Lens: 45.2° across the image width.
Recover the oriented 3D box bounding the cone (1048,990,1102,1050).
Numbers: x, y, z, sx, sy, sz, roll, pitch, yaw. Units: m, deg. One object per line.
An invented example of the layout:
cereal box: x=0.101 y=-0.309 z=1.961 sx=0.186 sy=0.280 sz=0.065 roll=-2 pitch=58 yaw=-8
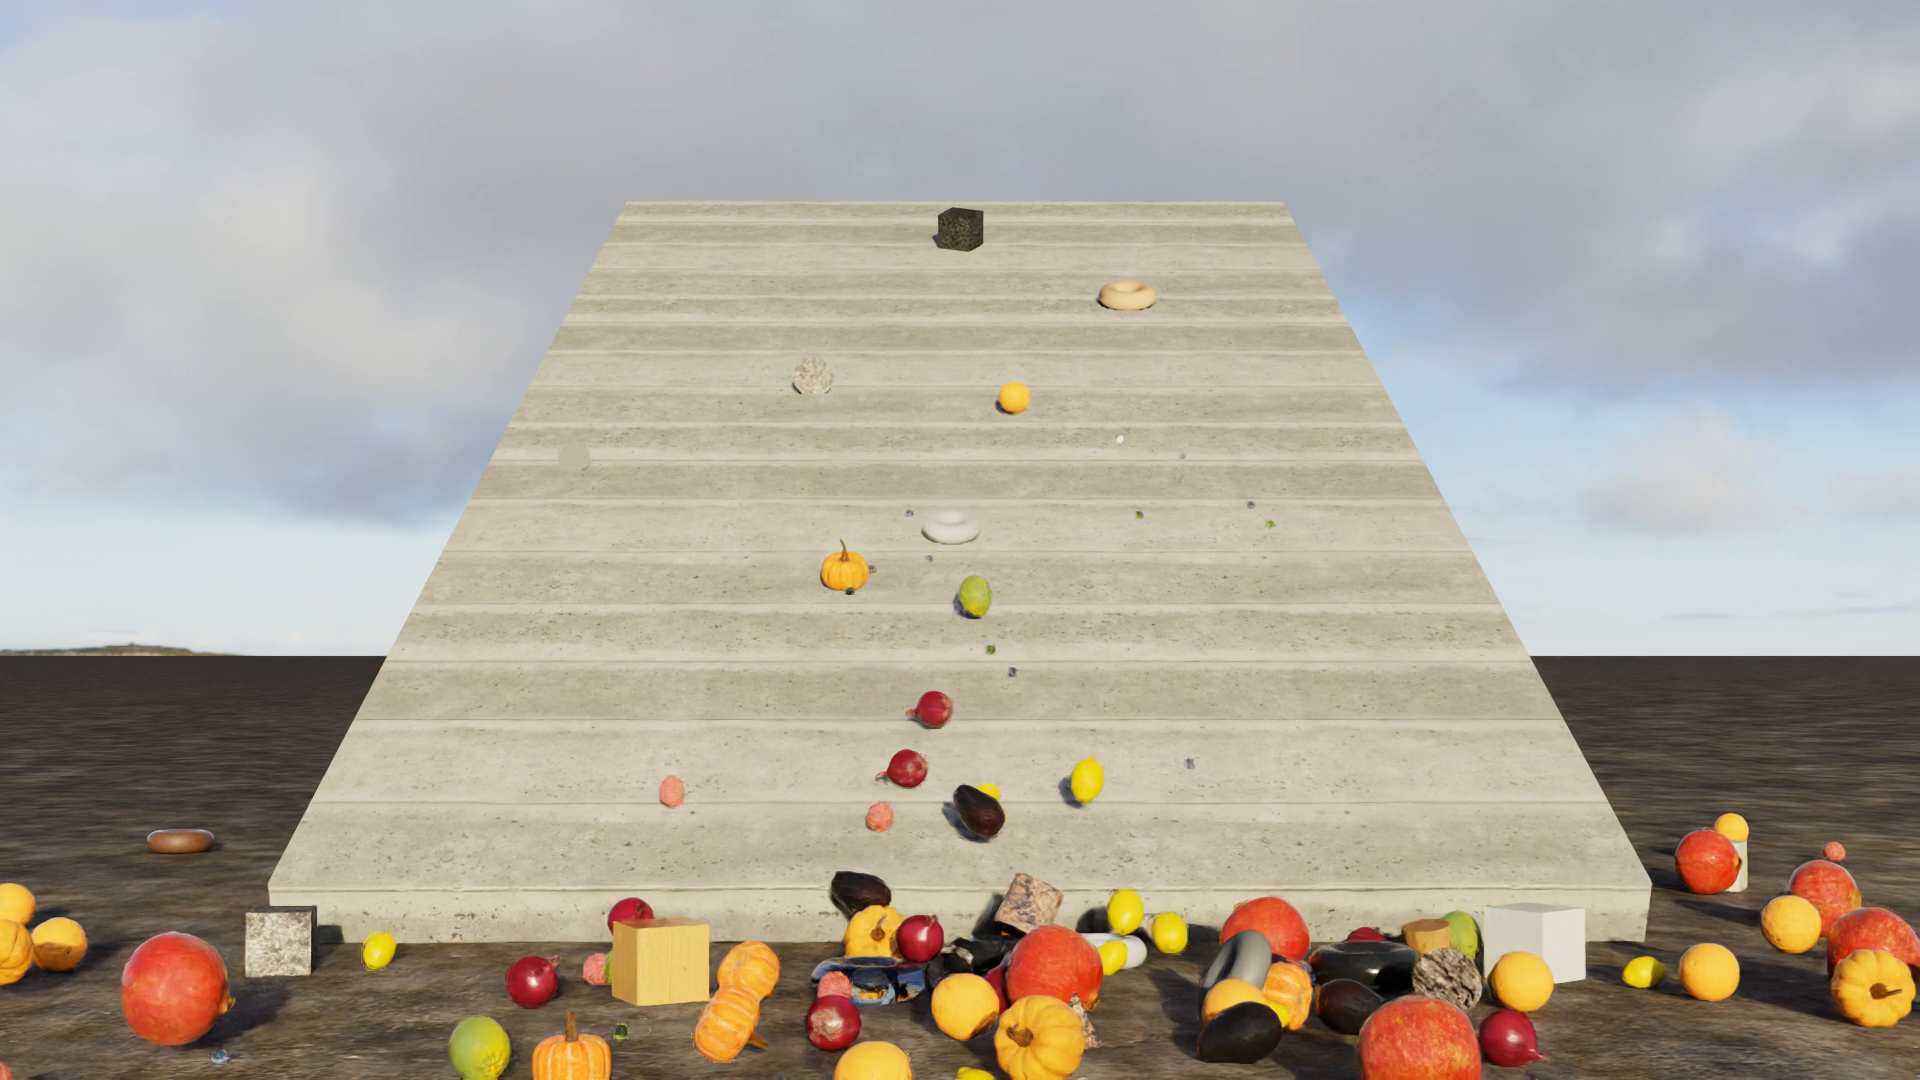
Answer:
cone: x=0.125 y=0.517 z=2.497 sx=0.058 sy=0.058 sz=0.058 roll=0 pitch=-3 yaw=0

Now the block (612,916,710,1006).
block: x=-0.368 y=0.516 z=2.828 sx=0.092 sy=0.092 sz=0.092 roll=1 pitch=-3 yaw=-27

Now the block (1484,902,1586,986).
block: x=0.748 y=0.525 z=2.999 sx=0.092 sy=0.092 sz=0.092 roll=2 pitch=-4 yaw=-41

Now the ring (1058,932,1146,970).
ring: x=0.192 y=0.556 z=3.114 sx=0.122 sy=0.041 sz=0.122 roll=0 pitch=-3 yaw=0

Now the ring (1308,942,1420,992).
ring: x=0.518 y=0.543 z=2.938 sx=0.147 sy=0.049 sz=0.147 roll=-1 pitch=-2 yaw=0

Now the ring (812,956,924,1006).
ring: x=-0.111 y=0.539 z=2.820 sx=0.141 sy=0.047 sz=0.141 roll=1 pitch=-3 yaw=0

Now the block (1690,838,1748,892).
block: x=1.360 y=0.582 z=4.131 sx=0.084 sy=0.084 sz=0.084 roll=-1 pitch=-3 yaw=28

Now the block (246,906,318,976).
block: x=-0.901 y=0.532 z=3.063 sx=0.082 sy=0.082 sz=0.082 roll=0 pitch=-3 yaw=-10

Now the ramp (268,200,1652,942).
ramp: x=-0.007 y=-0.223 z=5.195 sx=2.000 sy=0.100 sz=4.000 roll=0 pitch=22 yaw=0

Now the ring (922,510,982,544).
ring: x=-0.016 y=-0.026 z=4.537 sx=0.115 sy=0.038 sz=0.115 roll=1 pitch=24 yaw=0

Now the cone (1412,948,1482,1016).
cone: x=0.571 y=0.540 z=2.745 sx=0.083 sy=0.083 sz=0.083 roll=0 pitch=-29 yaw=-3

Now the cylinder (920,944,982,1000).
cylinder: x=-0.011 y=0.532 z=2.827 sx=0.060 sy=0.060 sz=0.060 roll=-1 pitch=-24 yaw=18

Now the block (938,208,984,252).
block: x=0.002 y=-0.879 z=6.522 sx=0.097 sy=0.097 sz=0.097 roll=10 pitch=25 yaw=23

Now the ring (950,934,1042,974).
ring: x=0.045 y=0.553 z=3.074 sx=0.131 sy=0.044 sz=0.131 roll=0 pitch=-4 yaw=0

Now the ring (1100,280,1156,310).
ring: x=0.436 y=-0.637 z=6.001 sx=0.149 sy=0.050 sz=0.149 roll=-1 pitch=24 yaw=0

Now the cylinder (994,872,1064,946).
cylinder: x=0.093 y=0.500 z=3.121 sx=0.073 sy=0.073 sz=0.073 roll=24 pitch=-18 yaw=9

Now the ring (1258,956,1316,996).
ring: x=0.386 y=0.546 z=2.884 sx=0.118 sy=0.039 sz=0.118 roll=1 pitch=-3 yaw=0

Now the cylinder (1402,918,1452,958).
cylinder: x=0.613 y=0.535 z=3.014 sx=0.062 sy=0.062 sz=0.062 roll=-8 pitch=5 yaw=1

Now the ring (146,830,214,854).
ring: x=-1.647 y=0.637 z=4.868 sx=0.137 sy=0.046 sz=0.137 roll=0 pitch=-4 yaw=0

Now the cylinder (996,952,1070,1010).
cylinder: x=0.088 y=0.527 z=2.754 sx=0.065 sy=0.065 sz=0.065 roll=-2 pitch=-3 yaw=31
